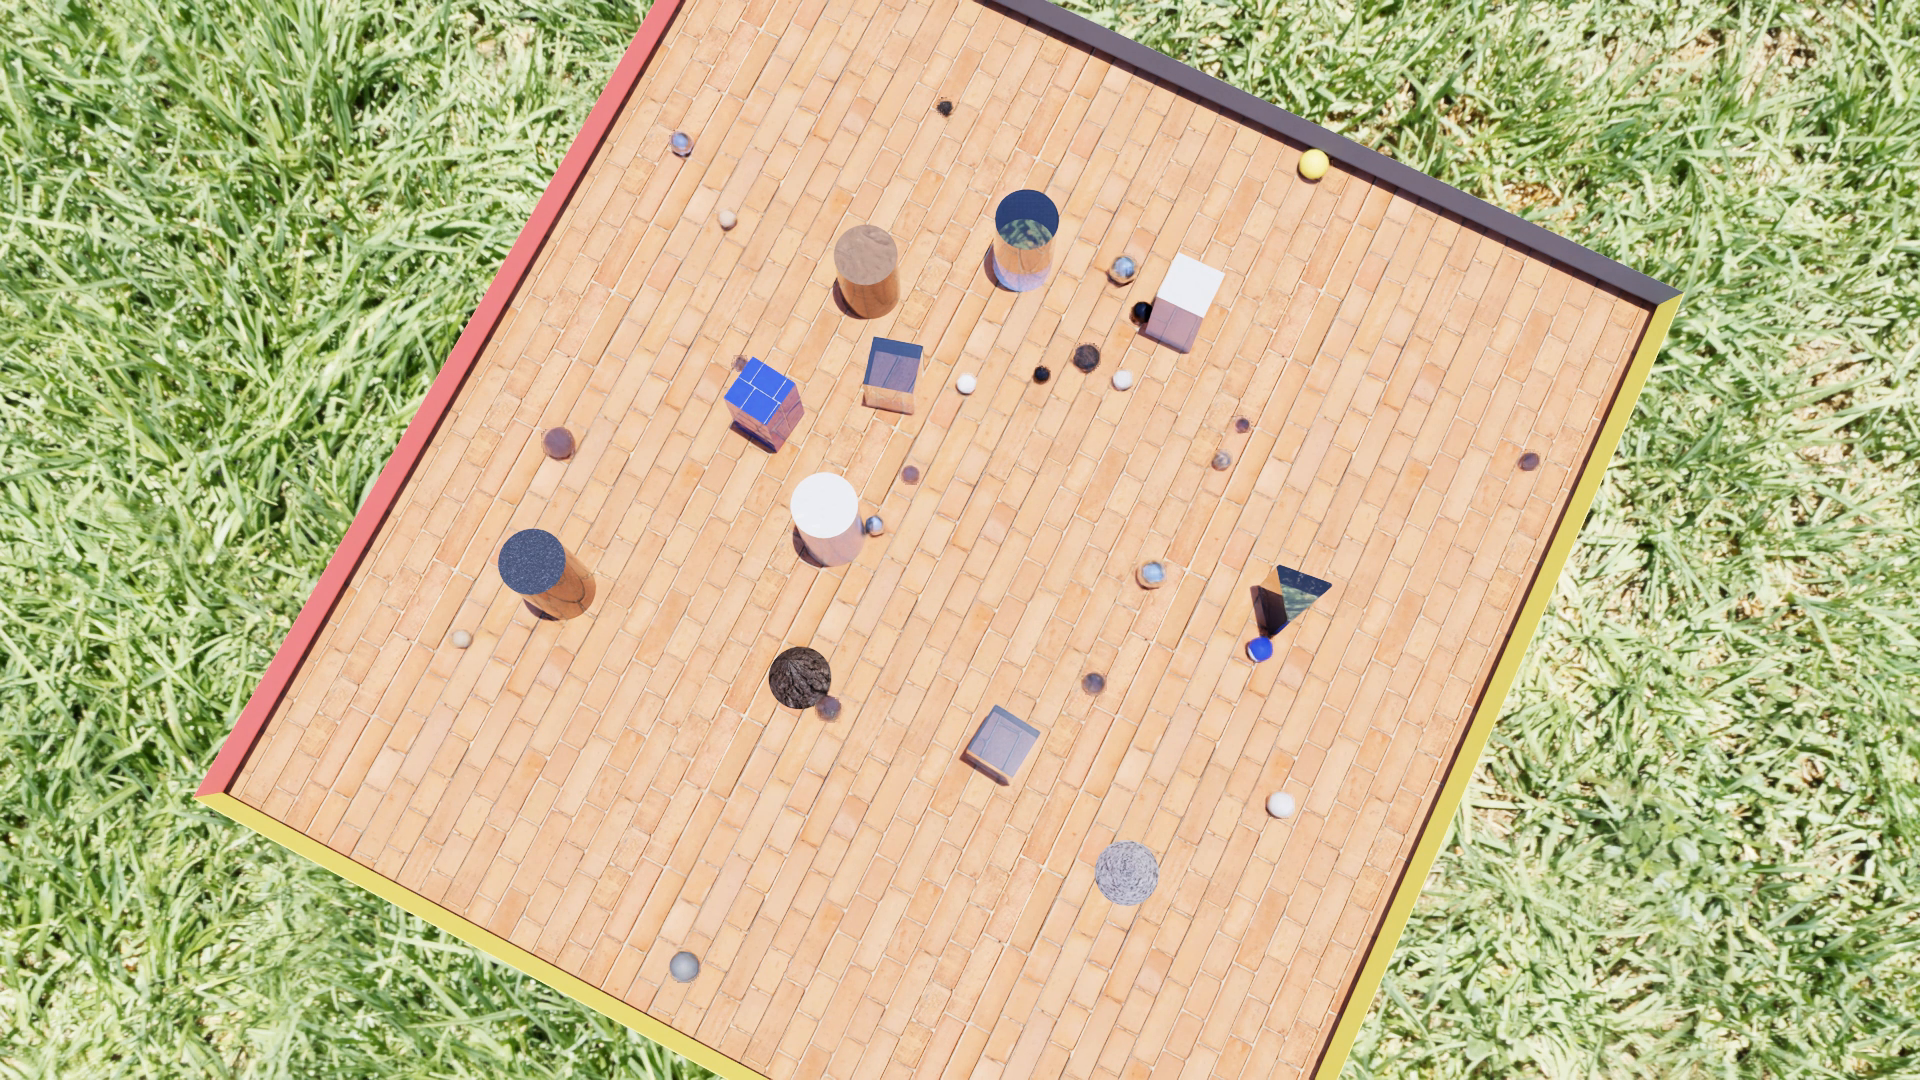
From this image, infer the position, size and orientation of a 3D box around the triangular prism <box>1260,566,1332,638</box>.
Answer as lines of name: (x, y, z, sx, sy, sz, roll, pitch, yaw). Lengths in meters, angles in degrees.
triangular prism: (0.958, 0.160, 5.415, 0.165, 0.331, 0.143, -39, 81, -7)

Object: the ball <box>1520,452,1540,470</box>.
ball: (1.754, -0.243, 5.637, 0.058, 0.058, 0.058, 0, 78, 0)

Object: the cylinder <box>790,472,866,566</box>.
cylinder: (-0.385, -0.055, 5.408, 0.191, 0.430, 0.191, 0, 78, 0)

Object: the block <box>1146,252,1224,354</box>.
block: (0.683, -0.719, 5.588, 0.153, 0.347, 0.153, 26, 79, 5)

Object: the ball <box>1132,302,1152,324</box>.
ball: (0.570, -0.712, 5.728, 0.069, 0.069, 0.069, 0, 78, 0)

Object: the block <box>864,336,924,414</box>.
block: (-0.200, -0.500, 5.600, 0.153, 0.236, 0.153, 11, 79, 2)

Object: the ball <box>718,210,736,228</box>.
ball: (-0.736, -1.016, 5.797, 0.058, 0.058, 0.058, 0, 78, 0)

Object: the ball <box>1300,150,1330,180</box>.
ball: (1.124, -1.192, 5.816, 0.093, 0.093, 0.093, 0, 78, 0)

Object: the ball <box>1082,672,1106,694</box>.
ball: (0.402, 0.429, 5.493, 0.068, 0.068, 0.068, 0, 78, 0)

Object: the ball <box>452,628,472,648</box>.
ball: (-1.502, 0.297, 5.524, 0.060, 0.060, 0.060, 0, 78, 0)

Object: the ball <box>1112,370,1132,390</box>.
ball: (0.504, -0.497, 5.688, 0.061, 0.061, 0.061, 0, 78, 0)

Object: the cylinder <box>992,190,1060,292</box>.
cylinder: (0.199, -0.914, 5.617, 0.191, 0.370, 0.191, 0, 78, 0)

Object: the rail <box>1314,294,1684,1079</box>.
rail: (1.457, 0.720, 5.403, 0.045, 0.124, 3.382, 26, 80, 5)

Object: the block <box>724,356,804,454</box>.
block: (-0.588, -0.405, 5.533, 0.153, 0.327, 0.153, 33, 80, 6)

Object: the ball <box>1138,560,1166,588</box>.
ball: (0.580, 0.102, 5.550, 0.088, 0.088, 0.088, 0, 78, 0)

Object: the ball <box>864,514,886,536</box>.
ball: (-0.259, -0.046, 5.593, 0.065, 0.065, 0.065, 0, 78, 0)

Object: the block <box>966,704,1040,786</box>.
block: (0.125, 0.599, 5.337, 0.153, 0.304, 0.153, 32, 80, 6)

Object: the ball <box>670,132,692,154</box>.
ball: (-0.887, -1.265, 5.842, 0.071, 0.071, 0.071, 0, 78, 0)

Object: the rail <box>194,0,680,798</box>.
rail: (-1.457, -0.707, 5.698, 0.045, 0.124, 3.382, 26, 80, 5)

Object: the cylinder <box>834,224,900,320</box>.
cylinder: (-0.282, -0.820, 5.625, 0.191, 0.316, 0.191, 0, 78, 0)

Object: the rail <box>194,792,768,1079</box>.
rail: (-0.746, 1.467, 5.249, 3.306, 0.124, 0.045, 26, 80, 5)

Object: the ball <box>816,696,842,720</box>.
ball: (-0.392, 0.502, 5.474, 0.077, 0.077, 0.077, 0, 78, 0)

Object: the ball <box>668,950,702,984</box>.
ball: (-0.800, 1.237, 5.317, 0.095, 0.095, 0.095, 0, 78, 0)

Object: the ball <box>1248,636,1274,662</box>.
ball: (0.904, 0.327, 5.509, 0.077, 0.077, 0.077, 0, 78, 0)

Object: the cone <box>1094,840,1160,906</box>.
cone: (0.493, 0.954, 5.272, 0.191, 0.288, 0.191, 0, 78, 0)

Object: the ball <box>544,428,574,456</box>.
ball: (-1.232, -0.300, 5.630, 0.085, 0.085, 0.085, 0, 78, 0)

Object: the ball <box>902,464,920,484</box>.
ball: (-0.151, -0.203, 5.630, 0.056, 0.056, 0.056, 0, 78, 0)

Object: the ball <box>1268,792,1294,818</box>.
ball: (0.947, 0.782, 5.415, 0.077, 0.077, 0.077, 0, 78, 0)

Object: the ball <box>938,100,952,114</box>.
ball: (-0.047, -1.389, 5.880, 0.047, 0.047, 0.047, 0, 78, 0)

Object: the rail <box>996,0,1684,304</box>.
rail: (0.746, -1.454, 5.853, 3.306, 0.124, 0.045, 26, 80, 5)

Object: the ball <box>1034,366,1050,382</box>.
ball: (0.254, -0.515, 5.696, 0.053, 0.053, 0.053, 0, 78, 0)

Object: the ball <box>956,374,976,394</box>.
ball: (0.020, -0.484, 5.686, 0.061, 0.061, 0.061, 0, 78, 0)

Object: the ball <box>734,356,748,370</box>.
ball: (-0.684, -0.551, 5.710, 0.041, 0.041, 0.041, 0, 78, 0)

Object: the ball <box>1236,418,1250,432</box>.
ball: (0.875, -0.356, 5.667, 0.045, 0.045, 0.045, 0, 78, 0)

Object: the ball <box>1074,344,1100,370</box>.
ball: (0.395, -0.568, 5.693, 0.081, 0.081, 0.081, 0, 78, 0)

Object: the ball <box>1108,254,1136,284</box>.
ball: (0.510, -0.851, 5.747, 0.089, 0.089, 0.089, 0, 78, 0)

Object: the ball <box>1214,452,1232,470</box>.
ball: (0.807, -0.244, 5.638, 0.056, 0.056, 0.056, 0, 78, 0)

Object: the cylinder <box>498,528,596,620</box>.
cylinder: (-1.205, 0.105, 5.371, 0.191, 0.439, 0.191, 0, 78, 0)

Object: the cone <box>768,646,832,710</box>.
cone: (-0.483, 0.374, 5.330, 0.191, 0.409, 0.191, 0, 78, 0)
